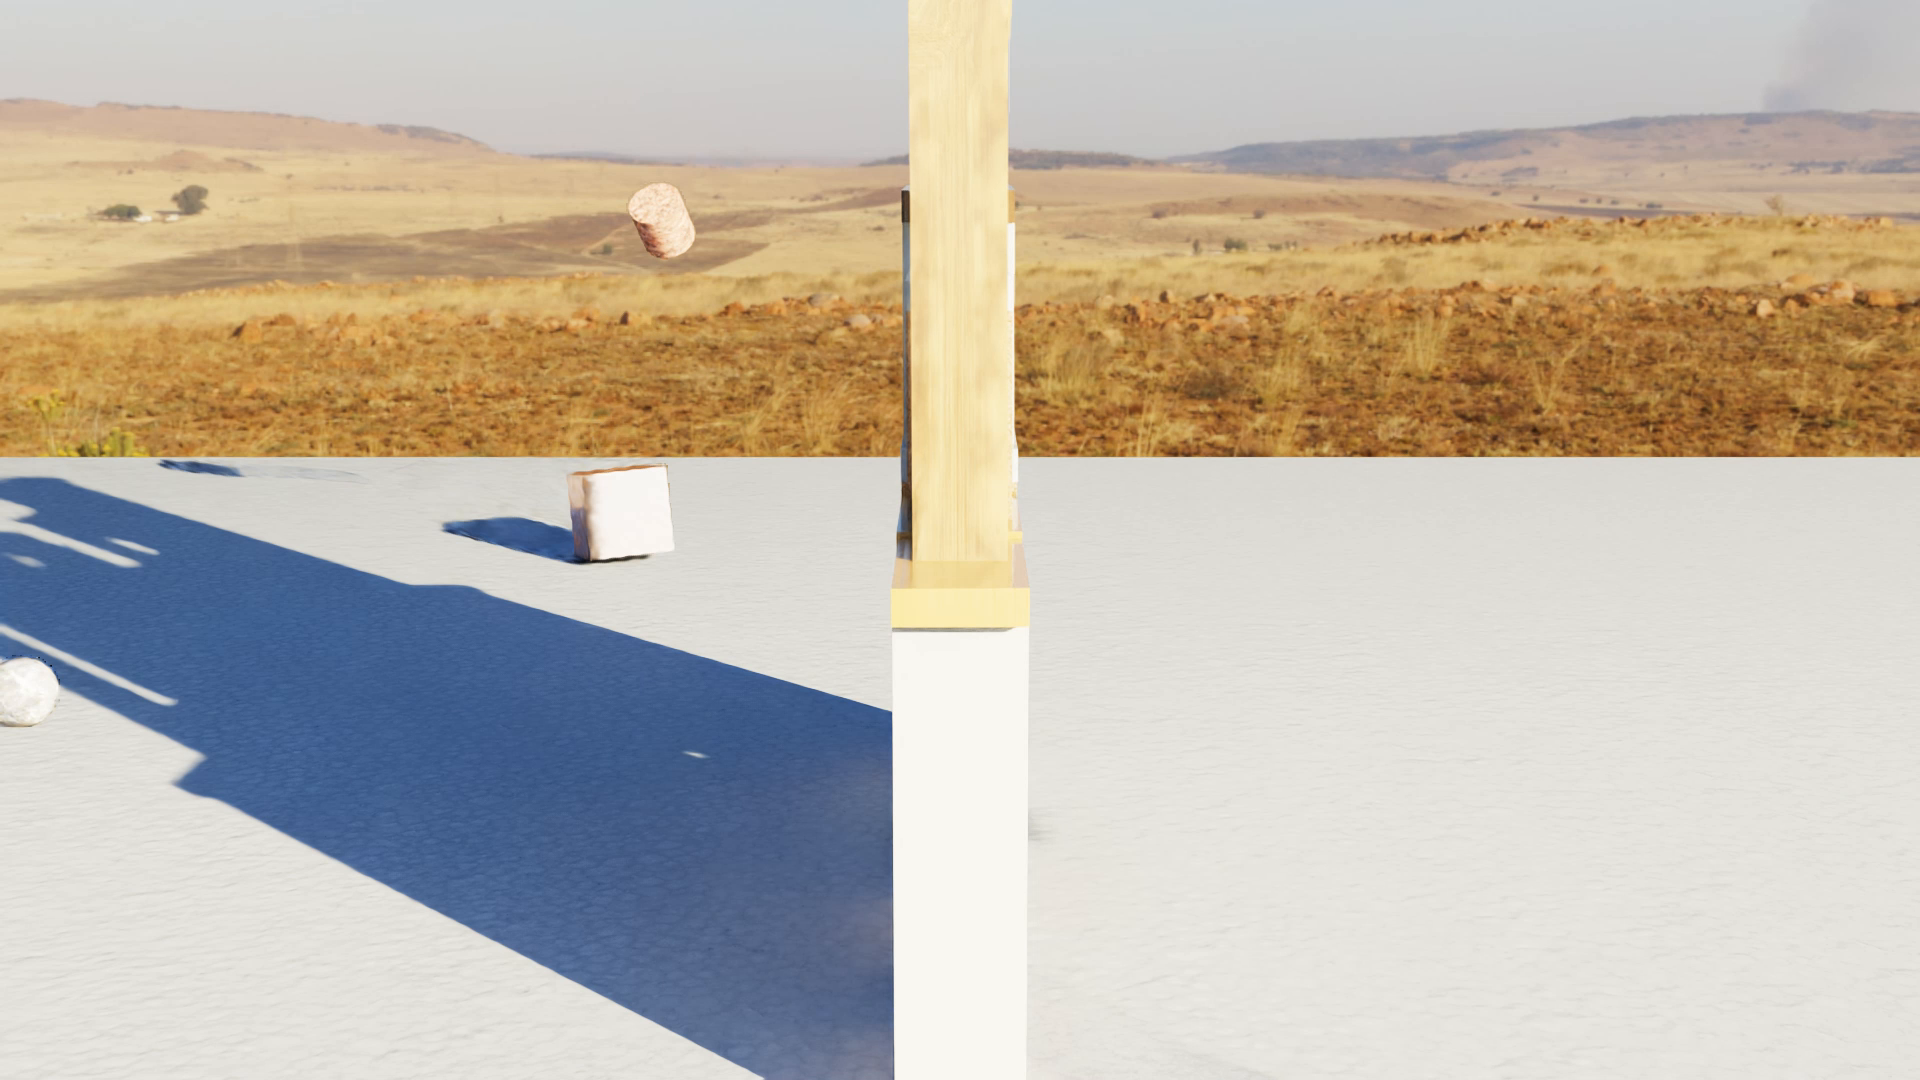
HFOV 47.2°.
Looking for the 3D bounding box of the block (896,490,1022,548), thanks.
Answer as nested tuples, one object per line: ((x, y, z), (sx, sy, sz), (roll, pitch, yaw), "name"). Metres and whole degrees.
((-0.001, -0.018, 3.090), (0.167, 0.047, 0.335), (0, 11, 0), "block")

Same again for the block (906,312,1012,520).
((0.000, -0.173, 3.008), (0.144, 0.287, 0.041), (0, 11, 0), "block")

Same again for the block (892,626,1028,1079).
((0.000, 0.424, 2.719), (0.164, 0.673, 0.046), (0, 11, 0), "block")

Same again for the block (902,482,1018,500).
((-0.001, 0.074, 3.341), (0.173, 0.346, 0.049), (0, 11, 0), "block")

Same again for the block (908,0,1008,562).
((-0.001, -0.386, 2.707), (0.119, 0.831, 0.034), (0, 10, 0), "block")

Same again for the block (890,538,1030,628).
((0.000, 0.051, 2.761), (0.164, 0.046, 0.328), (0, 10, 0), "block")

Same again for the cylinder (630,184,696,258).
((-0.800, -0.857, 5.909), (0.142, 0.142, 0.142), (3, -33, 14), "cylinder")

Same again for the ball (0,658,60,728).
((-2.001, 0.325, 4.689), (0.149, 0.149, 0.149), (0, 11, 0), "ball")

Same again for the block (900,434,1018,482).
((-0.001, -0.141, 3.419), (0.173, 0.049, 0.346), (0, 11, 0), "block")

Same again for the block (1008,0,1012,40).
((0.002, -0.872, 3.176), (0.144, 0.288, 0.041), (0, 10, 0), "block")

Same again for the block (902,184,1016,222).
((-0.002, -0.515, 3.361), (0.165, 0.047, 0.330), (0, 11, 0), "block")

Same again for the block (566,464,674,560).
((-1.009, -0.085, 6.518), (0.247, 0.247, 0.247), (-7, 6, -20), "block")

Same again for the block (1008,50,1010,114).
((0.002, -0.936, 3.917), (0.173, 0.346, 0.049), (0, 10, 0), "block")

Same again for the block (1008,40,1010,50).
((0.004, -0.902, 3.365), (0.144, 0.297, 0.041), (0, 11, 1), "block")

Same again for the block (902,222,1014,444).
((-0.002, -0.310, 3.288), (0.165, 0.330, 0.047), (0, 11, 0), "block")

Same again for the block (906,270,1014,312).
((-0.001, -0.352, 3.072), (0.144, 0.041, 0.287), (0, 11, 0), "block")
